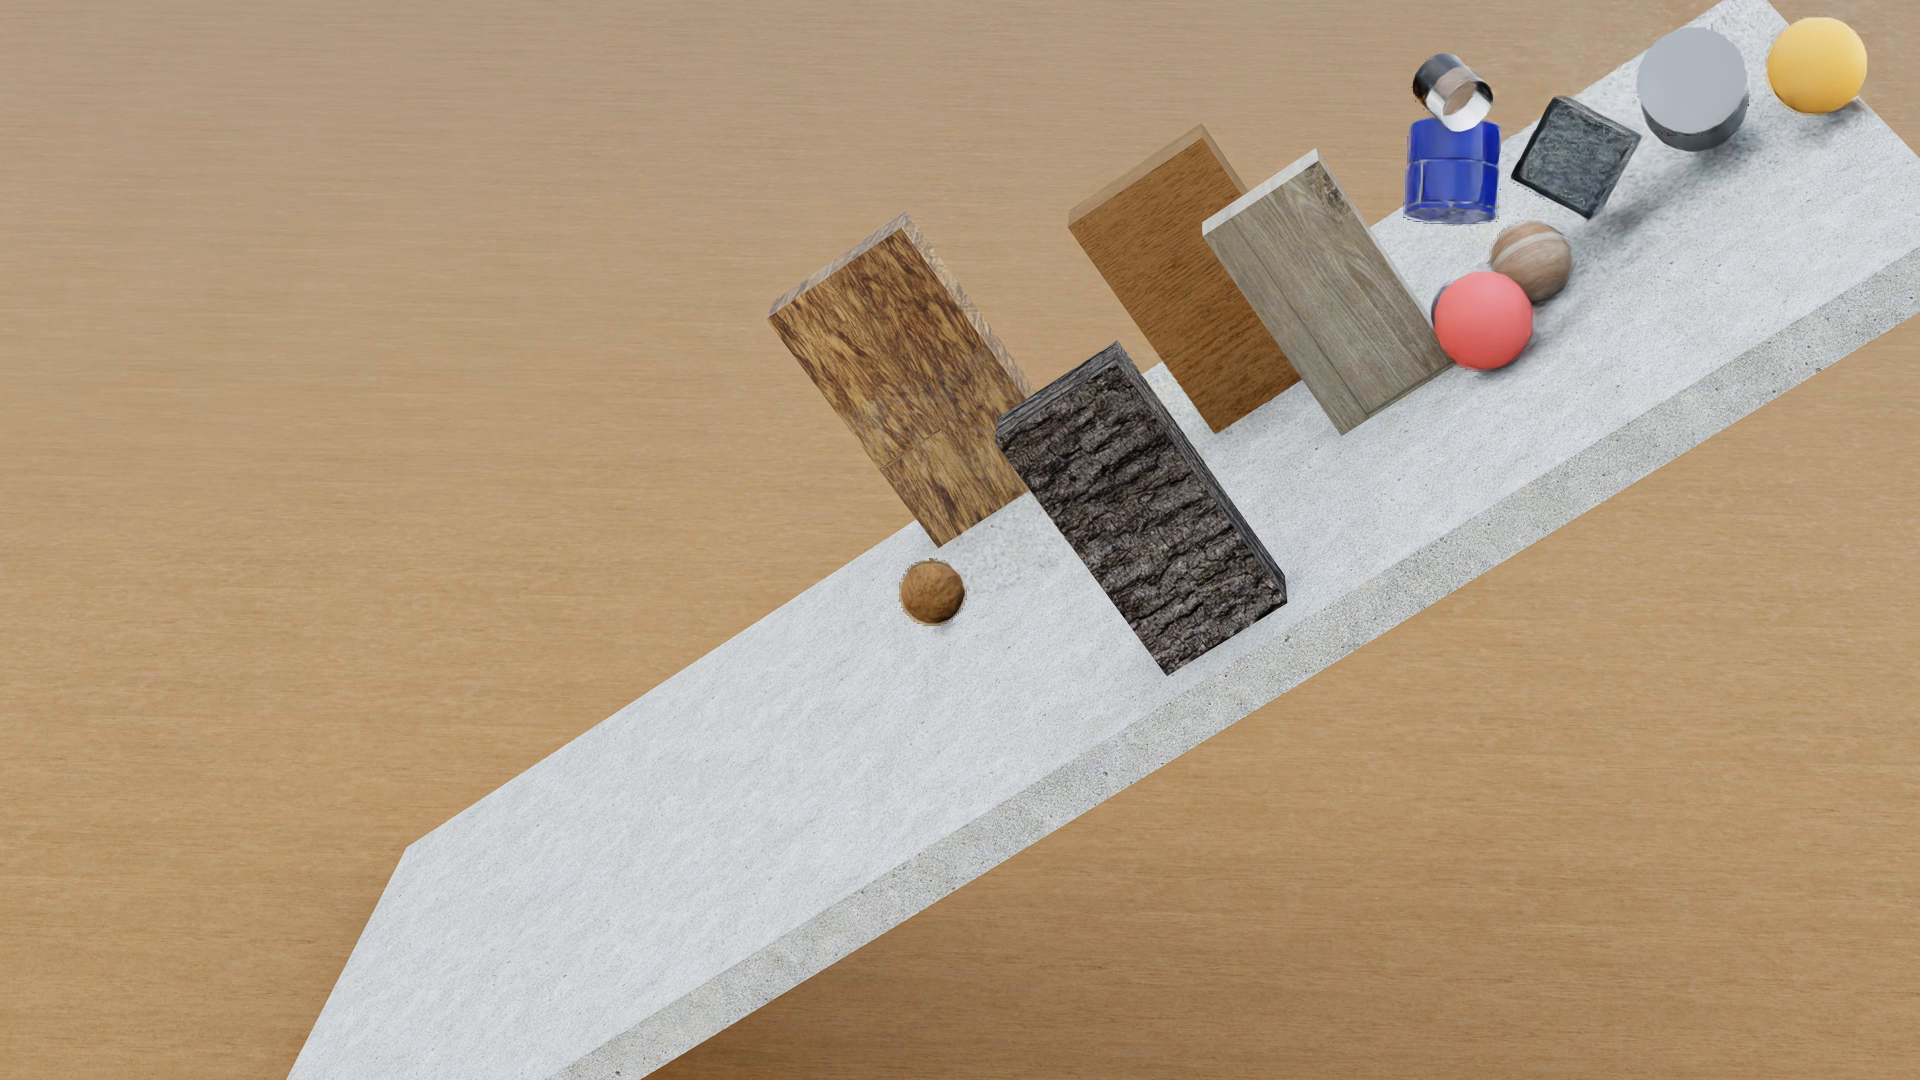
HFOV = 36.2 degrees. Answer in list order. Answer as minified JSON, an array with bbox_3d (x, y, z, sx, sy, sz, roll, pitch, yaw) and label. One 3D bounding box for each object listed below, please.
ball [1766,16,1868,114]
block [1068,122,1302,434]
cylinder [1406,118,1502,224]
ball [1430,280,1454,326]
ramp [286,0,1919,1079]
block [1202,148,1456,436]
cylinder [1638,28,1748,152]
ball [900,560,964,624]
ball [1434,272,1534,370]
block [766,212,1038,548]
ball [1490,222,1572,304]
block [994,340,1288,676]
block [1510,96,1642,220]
[{"bbox_3d":[1.631,-0.902,5.596,0.185,0.185,0.185,0,21,0],"label":"ball"},{"bbox_3d":[0.534,-0.559,6.326,0.342,0.563,0.136,-33,16,15],"label":"block"},{"bbox_3d":[0.981,-0.734,5.849,0.179,0.179,0.179,4,-3,0],"label":"cylinder"},{"bbox_3d":[0.997,-0.447,5.787,0.139,0.139,0.139,0,21,0],"label":"ball"},{"bbox_3d":[0.135,0.174,6.307,4.000,0.100,2.000,-33,16,15],"label":"ramp"},{"bbox_3d":[0.729,-0.488,5.811,0.267,0.498,0.102,-33,16,15],"label":"block"},{"bbox_3d":[1.451,-0.889,5.818,0.207,0.207,0.207,6,-1,16],"label":"cylinder"},{"bbox_3d":[-0.060,0.114,6.457,0.139,0.139,0.139,0,21,0],"label":"ball"},{"bbox_3d":[0.999,-0.419,5.608,0.187,0.187,0.187,0,21,0],"label":"ball"},{"bbox_3d":[-0.088,-0.372,6.906,0.386,0.687,0.146,-33,16,15],"label":"block"},{"bbox_3d":[1.119,-0.544,5.764,0.160,0.160,0.160,0,21,0],"label":"ball"},{"bbox_3d":[0.330,-0.055,5.321,0.262,0.548,0.132,-33,16,15],"label":"block"},{"bbox_3d":[1.229,-0.764,5.860,0.178,0.178,0.178,30,17,12],"label":"block"}]
